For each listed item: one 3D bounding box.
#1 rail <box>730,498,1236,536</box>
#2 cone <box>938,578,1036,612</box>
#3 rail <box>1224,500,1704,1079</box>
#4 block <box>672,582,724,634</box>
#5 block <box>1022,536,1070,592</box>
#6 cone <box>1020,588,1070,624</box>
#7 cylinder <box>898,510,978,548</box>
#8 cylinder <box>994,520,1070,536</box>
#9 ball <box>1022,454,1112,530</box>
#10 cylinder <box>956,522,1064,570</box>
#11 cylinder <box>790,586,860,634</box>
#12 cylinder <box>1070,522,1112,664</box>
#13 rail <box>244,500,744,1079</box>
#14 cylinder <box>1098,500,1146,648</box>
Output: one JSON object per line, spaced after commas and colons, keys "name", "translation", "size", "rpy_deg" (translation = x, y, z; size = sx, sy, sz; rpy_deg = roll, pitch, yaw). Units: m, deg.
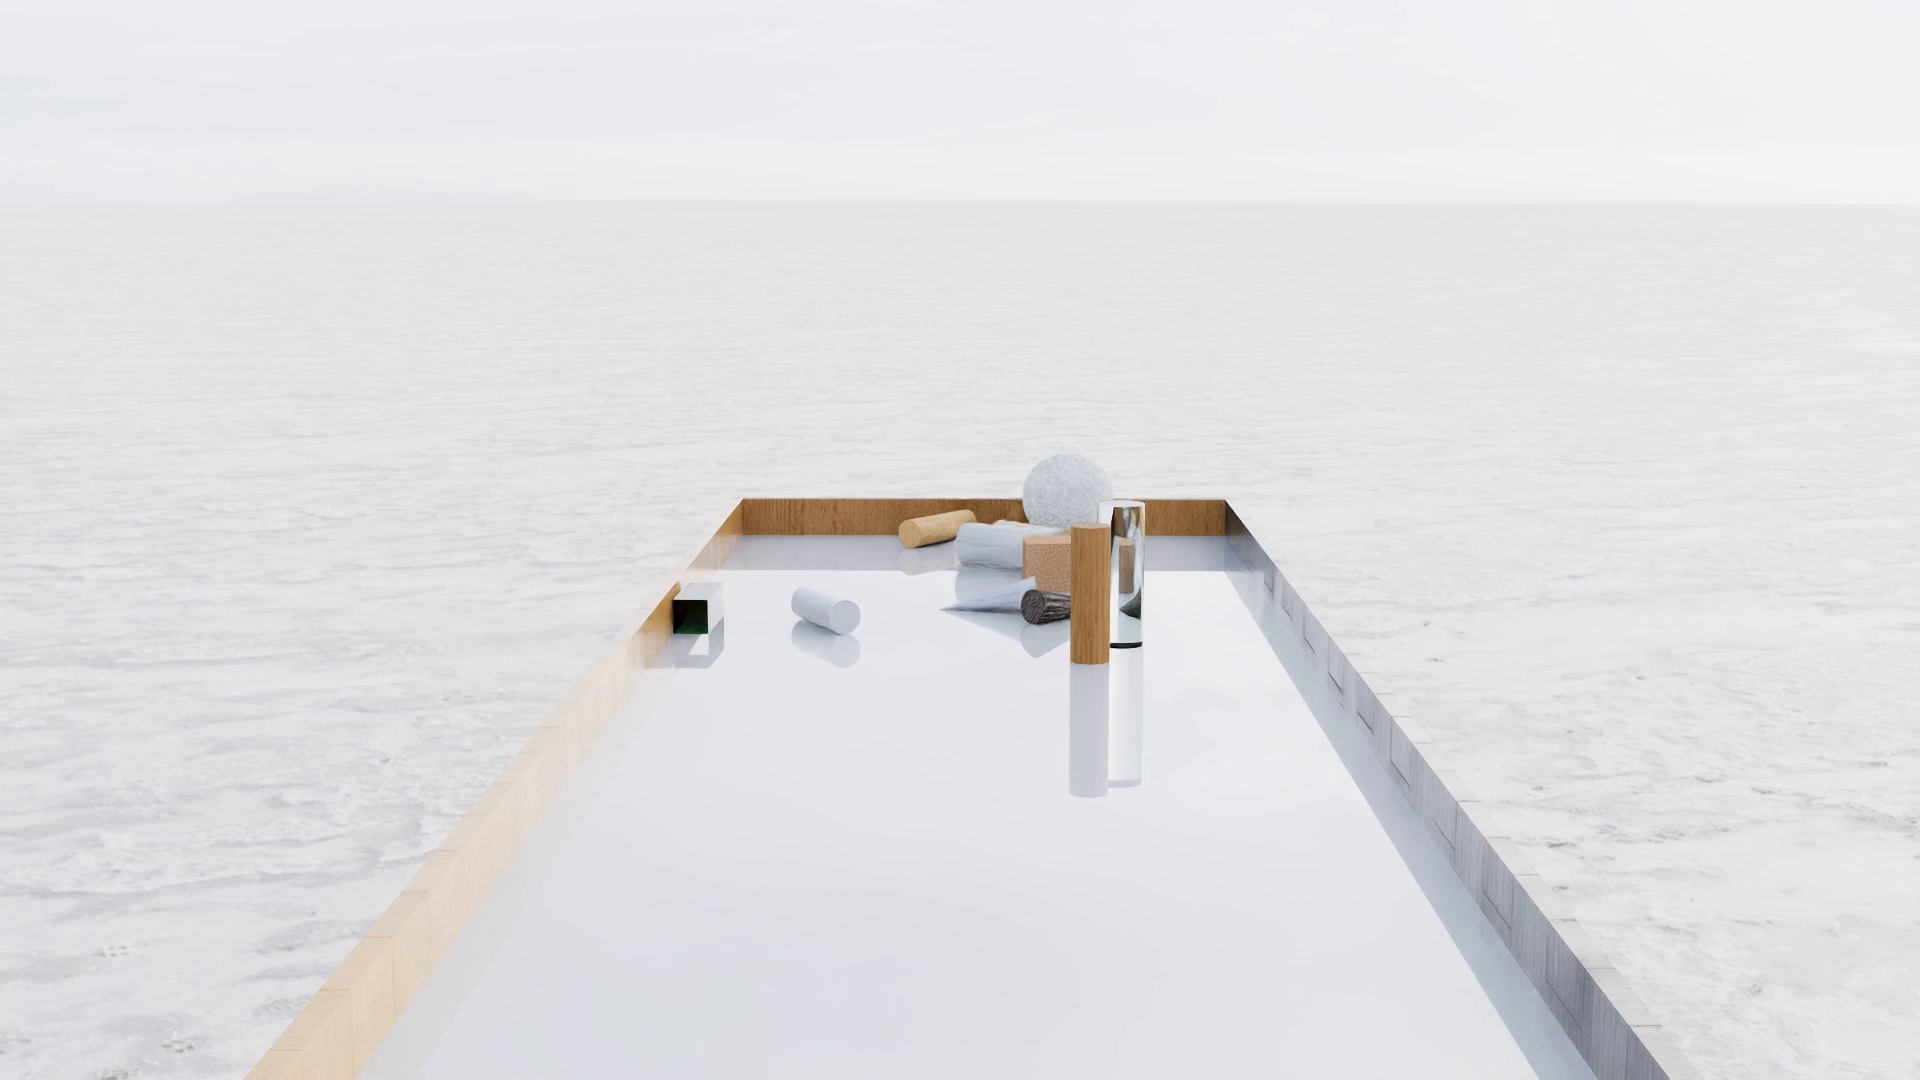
{"name": "rail", "translation": [0.099, -0.098, 9.147], "size": [2.100, 0.150, 0.050], "rpy_deg": [0, 9, 1]}
{"name": "cone", "translation": [0.090, 0.211, 7.487], "size": [0.343, 0.120, 0.120], "rpy_deg": [-9, 8, 8]}
{"name": "rail", "translation": [1.046, 0.843, 3.208], "size": [0.050, 0.150, 12.000], "rpy_deg": [0, 9, 1]}
{"name": "block", "translation": [-0.860, 0.223, 7.242], "size": [0.113, 0.113, 0.319], "rpy_deg": [0, 9, 3]}
{"name": "block", "translation": [0.425, 0.085, 7.918], "size": [0.388, 0.174, 0.174], "rpy_deg": [0, 9, -3]}
{"name": "cone", "translation": [0.409, 0.224, 7.411], "size": [0.458, 0.116, 0.116], "rpy_deg": [2, 6, -43]}
{"name": "cylinder", "translation": [-0.087, -0.048, 8.946], "size": [0.114, 0.114, 0.373], "rpy_deg": [7, 11, 37]}
{"name": "cylinder", "translation": [0.280, 0.011, 8.501], "size": [0.138, 0.138, 0.351], "rpy_deg": [-8, 12, -42]}
{"name": "ball", "translation": [0.434, -0.169, 8.909], "size": [0.366, 0.366, 0.366], "rpy_deg": [0, 9, 0]}
{"name": "cylinder", "translation": [0.193, 0.028, 8.327], "size": [0.396, 0.158, 0.158], "rpy_deg": [5, 10, 30]}
{"name": "cylinder", "translation": [-0.442, 0.228, 7.214], "size": [0.112, 0.112, 0.304], "rpy_deg": [-5, 10, -28]}
{"name": "cylinder", "translation": [0.395, 0.161, 6.665], "size": [0.121, 0.415, 0.121], "rpy_deg": [0, 9, 0]}
{"name": "rail", "translation": [-1.004, 0.839, 3.234], "size": [0.050, 0.150, 12.000], "rpy_deg": [0, 9, 1]}
{"name": "cylinder", "translation": [0.505, 0.108, 6.900], "size": [0.146, 0.448, 0.146], "rpy_deg": [0, 9, 0]}
